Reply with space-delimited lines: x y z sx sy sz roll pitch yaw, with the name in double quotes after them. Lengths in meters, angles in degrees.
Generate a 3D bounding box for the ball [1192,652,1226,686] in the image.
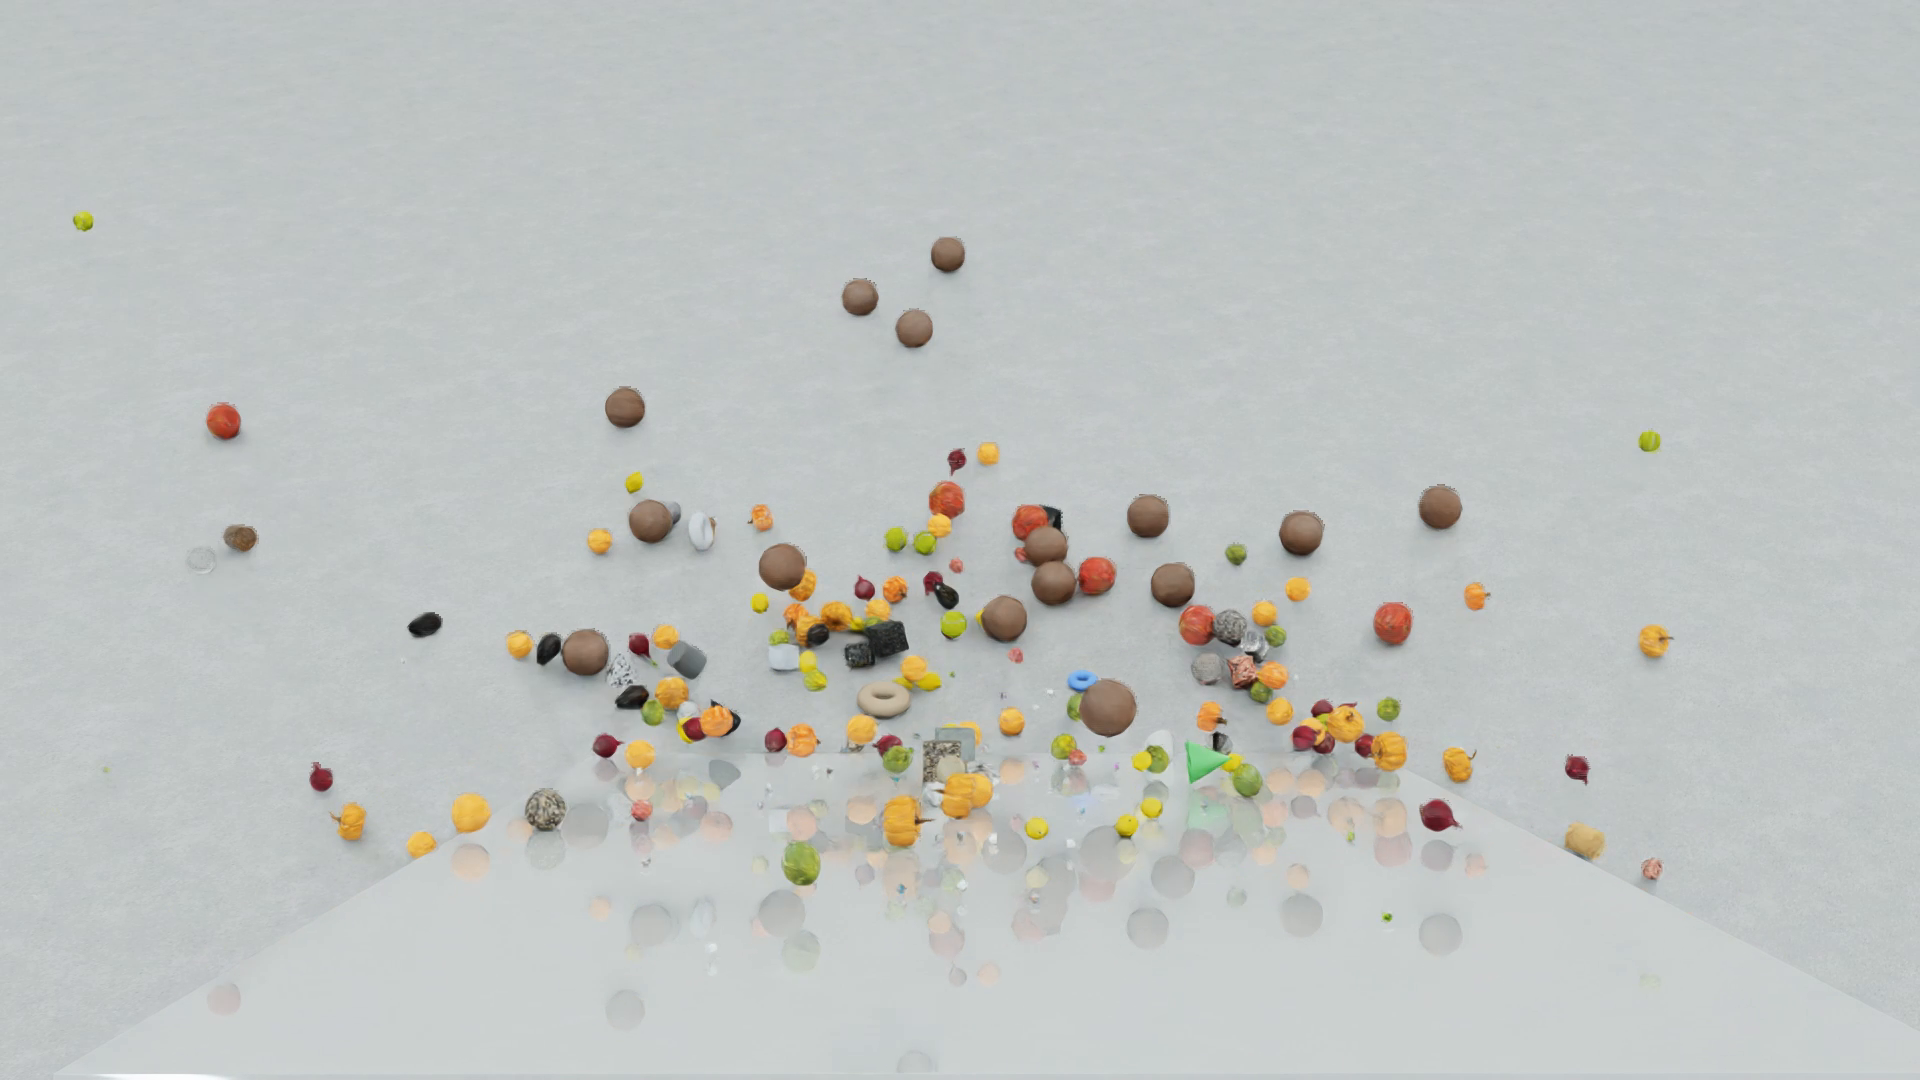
0.680 0.351 7.078 0.094 0.094 0.094 0 30 0 "ball"

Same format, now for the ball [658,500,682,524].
-0.881 -0.084 7.854 0.071 0.071 0.071 0 30 0 "ball"

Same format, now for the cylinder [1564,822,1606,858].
1.544 0.741 6.390 0.071 0.071 0.071 -24 31 -35 "cylinder"

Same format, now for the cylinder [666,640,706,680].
-0.749 0.330 7.093 0.077 0.077 0.077 -34 34 27 "cylinder"

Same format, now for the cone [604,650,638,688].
-0.932 0.341 7.099 0.091 0.091 0.091 0 30 0 "cone"

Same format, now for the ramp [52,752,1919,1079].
0.067 0.598 4.656 2.000 0.100 4.000 0 0 0 "ramp"

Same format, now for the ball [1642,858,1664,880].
1.695 0.805 6.335 0.050 0.050 0.050 0 30 0 "ball"

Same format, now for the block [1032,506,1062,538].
0.263 -0.055 7.812 0.064 0.064 0.064 15 33 24 "block"

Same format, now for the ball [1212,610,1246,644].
0.743 0.240 7.138 0.095 0.095 0.095 0 30 0 "ball"

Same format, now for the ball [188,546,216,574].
-2.226 0.061 7.594 0.081 0.081 0.081 0 30 0 "ball"

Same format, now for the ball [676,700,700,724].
-0.727 0.460 6.921 0.061 0.061 0.061 0 30 0 "ball"

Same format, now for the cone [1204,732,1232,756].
0.643 0.532 6.488 0.072 0.072 0.072 6 28 11 "cone"

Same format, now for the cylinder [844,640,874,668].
-0.277 0.318 7.157 0.069 0.069 0.069 -9 31 -13 "cylinder"

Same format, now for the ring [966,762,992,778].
0.029 0.533 5.993 0.095 0.032 0.095 0 1 0 "ring"

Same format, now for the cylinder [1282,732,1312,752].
0.884 0.530 6.787 0.053 0.053 0.053 -1 26 -33 "cylinder"

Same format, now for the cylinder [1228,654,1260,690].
0.773 0.361 7.048 0.071 0.071 0.071 -7 62 -13 "cylinder"

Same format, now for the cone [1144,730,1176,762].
0.513 0.530 6.444 0.082 0.082 0.082 -8 29 -14 "cone"

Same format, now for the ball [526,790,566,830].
-0.784 0.510 4.894 0.076 0.076 0.076 0 30 0 "ball"

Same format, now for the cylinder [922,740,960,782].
-0.042 0.504 5.891 0.089 0.089 0.089 0 0 0 "cylinder"

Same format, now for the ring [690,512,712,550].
-0.770 -0.025 7.693 0.039 0.117 0.117 -8 27 16 "ring"

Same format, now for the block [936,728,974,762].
-0.012 0.504 6.305 0.088 0.088 0.088 0 0 -5 "block"

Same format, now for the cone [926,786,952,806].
-0.048 0.536 5.331 0.054 0.054 0.054 5 6 8 "cone"

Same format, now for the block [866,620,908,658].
-0.202 0.274 7.201 0.079 0.079 0.079 -17 10 -26 "block"

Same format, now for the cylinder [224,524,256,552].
-2.143 -0.006 7.699 0.071 0.071 0.071 -24 21 -35 "cylinder"

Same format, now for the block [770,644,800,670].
-0.485 0.323 7.138 0.059 0.059 0.059 -8 12 -37 "block"

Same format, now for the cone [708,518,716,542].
-0.754 -0.013 7.766 0.074 0.074 0.074 -13 57 -21 "cone"

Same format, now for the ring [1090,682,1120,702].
0.397 0.412 7.040 0.081 0.027 0.081 0 30 0 "ring"

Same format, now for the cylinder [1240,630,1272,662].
0.815 0.294 7.121 0.066 0.066 0.066 -15 56 23 "cylinder"

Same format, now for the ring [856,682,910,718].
-0.206 0.429 6.987 0.148 0.049 0.148 1 27 -1 "ring"

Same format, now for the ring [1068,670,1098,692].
0.335 0.385 7.086 0.084 0.028 0.084 -1 29 0 "ring"

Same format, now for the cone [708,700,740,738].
-0.638 0.455 6.826 0.092 0.092 0.092 -16 34 11 "cone"

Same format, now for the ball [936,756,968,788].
-0.019 0.512 5.730 0.072 0.072 0.072 0 30 0 "ball"
